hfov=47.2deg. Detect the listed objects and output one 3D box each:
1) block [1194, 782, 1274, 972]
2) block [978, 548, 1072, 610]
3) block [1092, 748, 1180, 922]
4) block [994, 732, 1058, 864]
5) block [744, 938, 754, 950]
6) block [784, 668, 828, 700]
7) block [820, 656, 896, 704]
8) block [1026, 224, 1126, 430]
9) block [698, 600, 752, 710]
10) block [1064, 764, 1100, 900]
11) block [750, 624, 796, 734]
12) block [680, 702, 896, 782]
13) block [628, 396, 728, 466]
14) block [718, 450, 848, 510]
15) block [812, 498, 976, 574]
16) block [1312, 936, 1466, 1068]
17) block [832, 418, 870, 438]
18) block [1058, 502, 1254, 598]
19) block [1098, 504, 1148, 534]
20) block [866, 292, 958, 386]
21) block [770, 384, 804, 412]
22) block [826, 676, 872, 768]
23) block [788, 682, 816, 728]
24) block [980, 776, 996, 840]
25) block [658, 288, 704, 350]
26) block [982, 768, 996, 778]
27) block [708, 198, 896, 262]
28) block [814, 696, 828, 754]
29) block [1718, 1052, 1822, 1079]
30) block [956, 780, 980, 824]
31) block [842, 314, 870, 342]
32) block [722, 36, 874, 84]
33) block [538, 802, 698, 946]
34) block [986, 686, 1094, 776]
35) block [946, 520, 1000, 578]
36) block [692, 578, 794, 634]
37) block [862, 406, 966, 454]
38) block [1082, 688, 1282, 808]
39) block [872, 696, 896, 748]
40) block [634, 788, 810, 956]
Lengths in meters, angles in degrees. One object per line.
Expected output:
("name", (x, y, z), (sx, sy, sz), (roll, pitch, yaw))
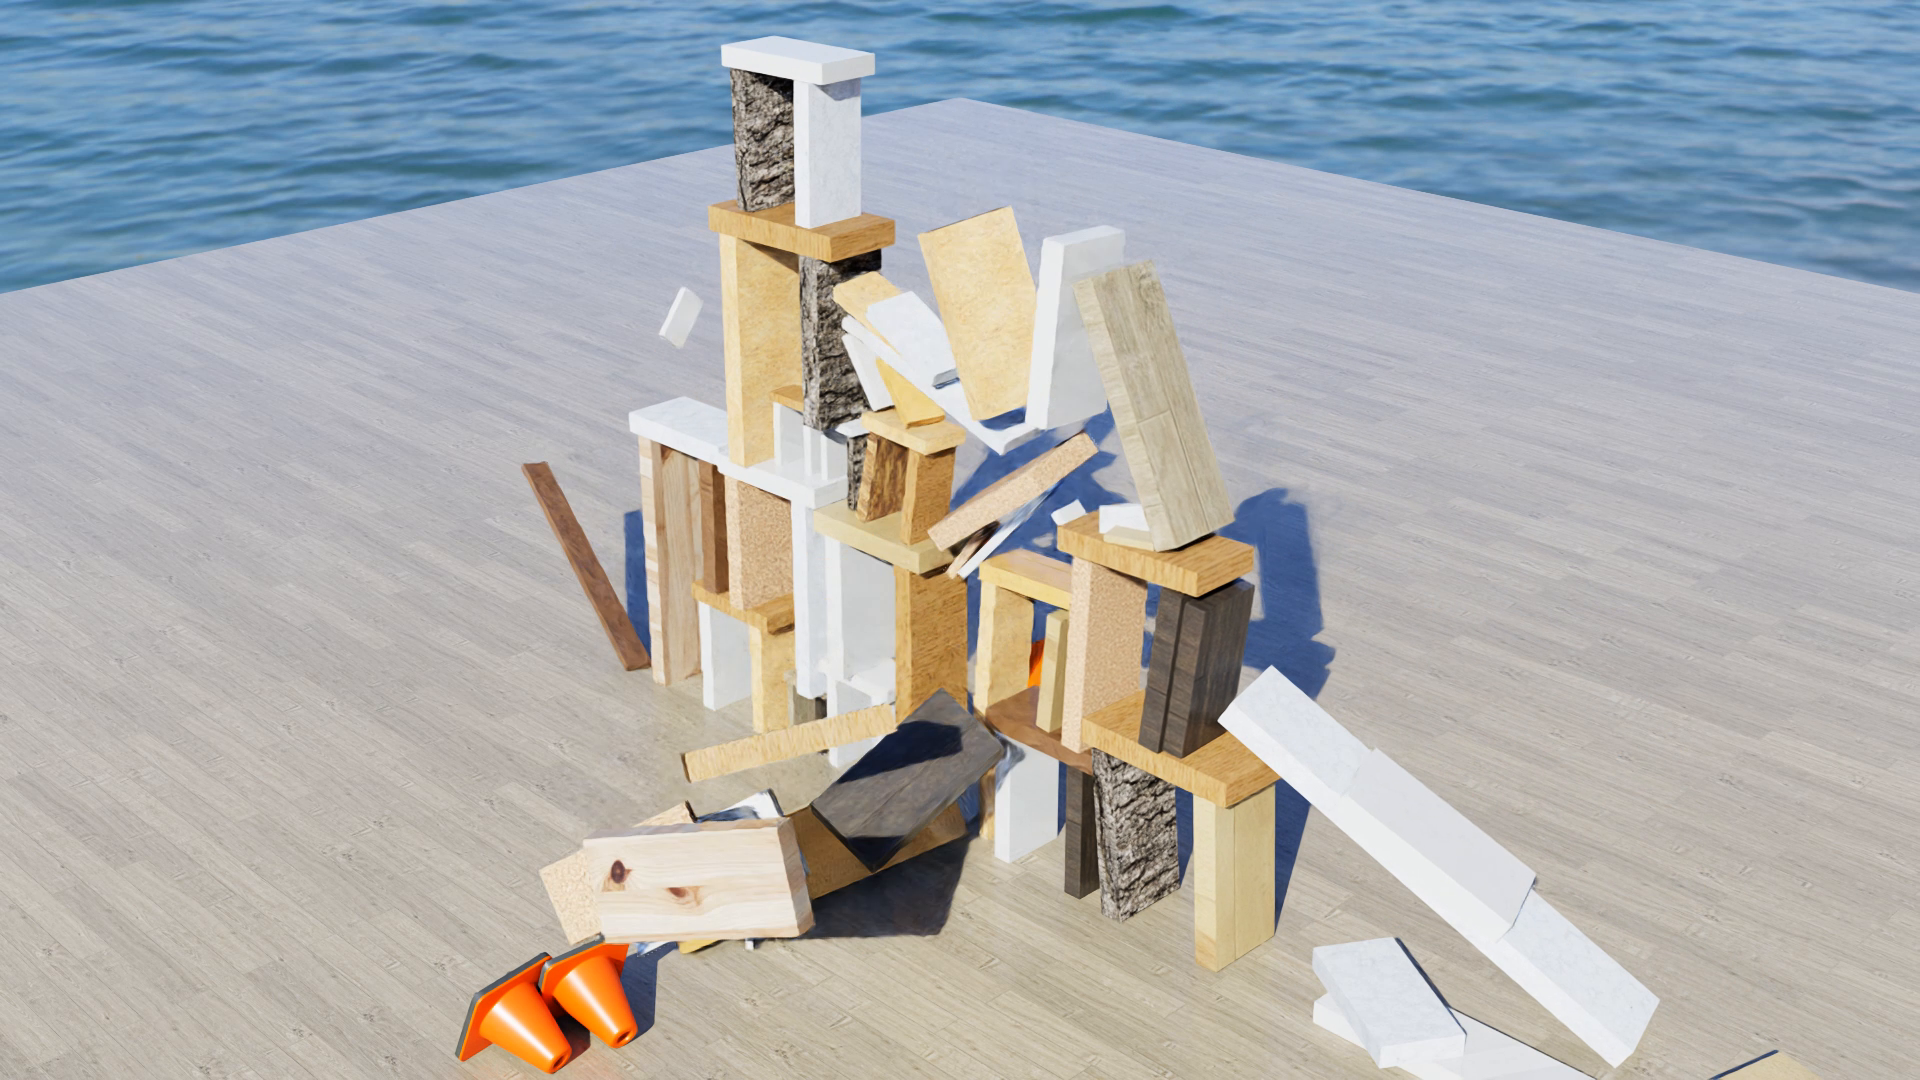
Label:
("block", (0.493, 0.586, 3.944), (0.169, 0.338, 0.048), (-21, 27, -41))
("block", (0.163, 0.074, 4.099), (0.238, 0.034, 0.119), (18, 25, 39))
("block", (0.329, 0.521, 4.096), (0.169, 0.338, 0.048), (-21, 25, -40))
("block", (0.130, 0.478, 4.281), (0.039, 0.276, 0.138), (21, 31, 41))
("block", (-0.387, 0.726, 4.023), (0.013, 0.046, 0.092), (-3, -12, -9))
("block", (-0.307, 0.301, 4.686), (0.067, 0.019, 0.133), (-21, 31, -40))
("block", (-0.182, 0.275, 4.542), (0.104, 0.029, 0.208), (-21, 31, -40))
("block", (0.202, -0.372, 3.854), (0.047, 0.335, 0.167), (23, 29, 37))
("block", (-0.511, 0.237, 4.874), (0.128, 0.256, 0.036), (-21, 31, -41))
("block", (0.261, 0.528, 4.162), (0.039, 0.276, 0.138), (21, 31, 41))
("block", (-0.391, 0.285, 4.763), (0.036, 0.256, 0.128), (21, 31, 41))
("block", (-0.290, 0.340, 3.685), (0.346, 0.049, 0.173), (-13, -3, -10))
("block", (-0.557, -0.236, 4.733), (0.305, 0.043, 0.153), (21, 31, 41))
("block", (-0.346, -0.142, 4.531), (0.298, 0.042, 0.149), (21, 31, 40))
("block", (-0.131, -0.018, 4.350), (0.154, 0.044, 0.308), (-21, 31, -40))
("block", (0.726, 0.785, 3.749), (0.149, 0.042, 0.298), (-5, 24, -12))
("block", (-0.229, -0.234, 4.368), (0.059, 0.017, 0.119), (-18, 29, -36))
("block", (0.341, 0.014, 3.863), (0.315, 0.045, 0.157), (20, 30, 41))
("block", (0.293, -0.039, 3.874), (0.095, 0.048, 0.014), (-3, 22, -5))
("block", (-0.072, -0.376, 4.099), (0.104, 0.030, 0.209), (-22, 57, -34))
("block", (-0.317, -0.284, 4.450), (0.066, 0.019, 0.132), (-21, 31, -40))
("block", (-0.230, 0.365, 4.633), (0.104, 0.208, 0.029), (-21, 31, -40))
("block", (-0.339, 0.359, 4.744), (0.019, 0.133, 0.067), (21, 31, 40))
("block", (0.075, 0.516, 4.360), (0.072, 0.145, 0.021), (-18, 28, -36))
("block", (-0.621, -0.495, 4.907), (0.018, 0.124, 0.062), (10, -19, 41))
("block", (0.030, 0.413, 4.342), (0.072, 0.021, 0.145), (-15, 40, -44))
("block", (-0.311, -0.616, 4.296), (0.346, 0.049, 0.173), (20, 30, 39))
("block", (-0.276, 0.384, 4.686), (0.019, 0.133, 0.067), (21, 31, 41))
("block", (1.371, 0.945, 3.471), (0.173, 0.049, 0.346), (-13, 26, -28))
("block", (0.013, 0.489, 4.420), (0.021, 0.145, 0.072), (1, 21, 24))
("block", (-0.143, -0.395, 4.240), (0.160, 0.023, 0.080), (35, 44, 29))
("block", (-0.308, -0.912, 4.174), (0.275, 0.039, 0.138), (20, 30, 39))
("block", (-0.538, 0.543, 3.585), (0.265, 0.132, 0.037), (-25, -7, 3))
("block", (0.195, 0.358, 4.160), (0.138, 0.039, 0.276), (-21, 31, -40))
("block", (0.025, 0.016, 4.212), (0.018, 0.130, 0.065), (43, 39, 8))
("block", (-0.452, 0.127, 4.761), (0.128, 0.036, 0.256), (-21, 31, -40))
("block", (-0.090, -0.214, 4.211), (0.099, 0.028, 0.197), (-18, 28, -36))
("block", (0.401, 0.371, 3.952), (0.169, 0.048, 0.338), (-21, 31, -40))
("block", (-0.133, 0.404, 4.543), (0.104, 0.208, 0.029), (-21, 31, -40))
("block", (-0.451, 0.589, 3.910), (0.330, 0.165, 0.047), (-27, -7, 4))
